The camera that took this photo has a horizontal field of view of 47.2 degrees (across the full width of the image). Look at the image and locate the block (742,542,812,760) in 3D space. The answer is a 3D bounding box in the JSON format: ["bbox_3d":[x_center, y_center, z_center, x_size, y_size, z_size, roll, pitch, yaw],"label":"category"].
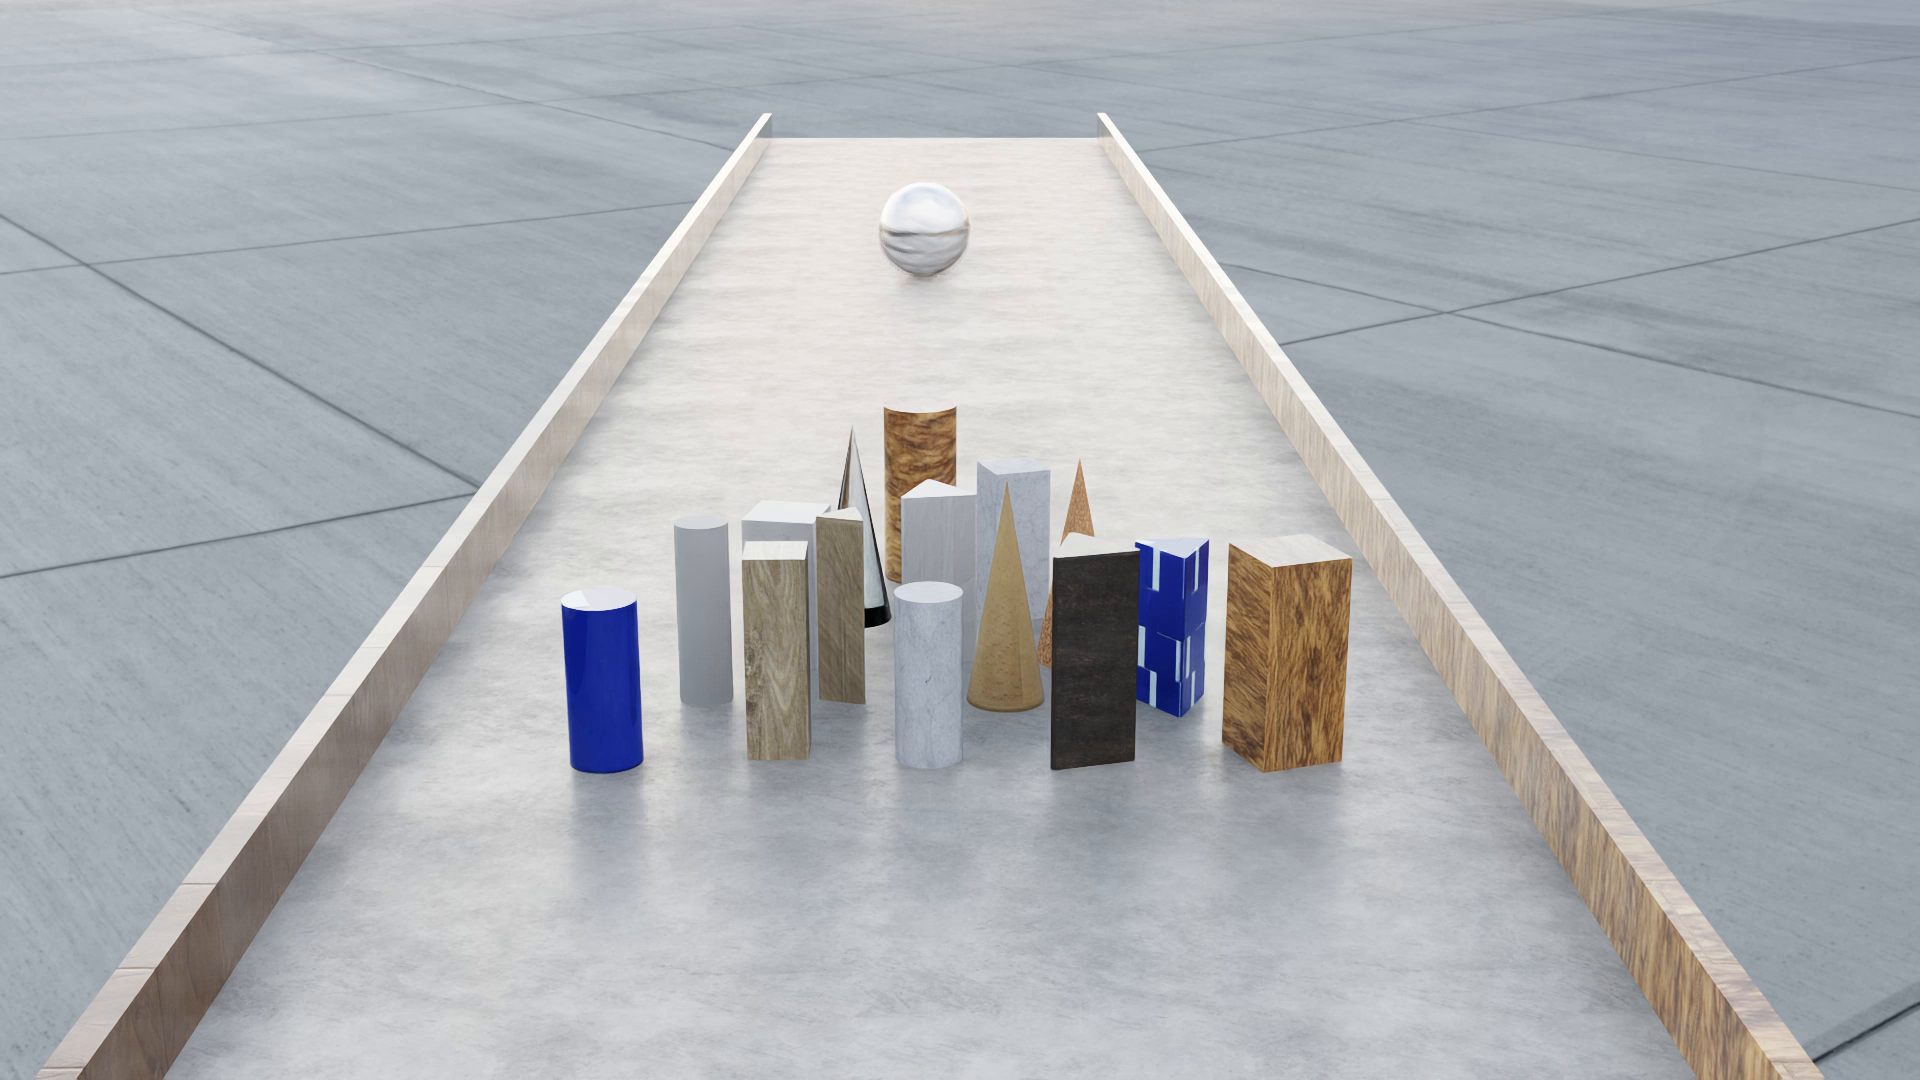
[{"bbox_3d":[-0.324,0.197,3.911,0.109,0.373,0.109,0,17,-1],"label":"block"}]

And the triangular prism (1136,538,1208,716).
[{"bbox_3d":[0.419,0.156,4.155,0.121,0.312,0.139,-12,20,-34],"label":"triangular prism"}]

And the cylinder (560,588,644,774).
[{"bbox_3d":[-0.628,0.247,3.866,0.131,0.302,0.131,0,17,0],"label":"cylinder"}]

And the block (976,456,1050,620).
[{"bbox_3d":[0.112,-0.002,4.663,0.120,0.324,0.120,-6,17,-18],"label":"block"}]

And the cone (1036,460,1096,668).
[{"bbox_3d":[0.235,0.036,4.371,0.166,0.418,0.166,0,17,0],"label":"cone"}]

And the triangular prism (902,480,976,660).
[{"bbox_3d":[-0.052,0.061,4.416,0.148,0.345,0.128,-3,17,-10],"label":"triangular prism"}]

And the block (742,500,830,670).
[{"bbox_3d":[-0.343,0.089,4.394,0.144,0.303,0.144,3,17,11],"label":"block"}]

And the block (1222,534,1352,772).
[{"bbox_3d":[0.577,0.198,3.897,0.157,0.378,0.157,-6,18,-20],"label":"block"}]

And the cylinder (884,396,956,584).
[{"bbox_3d":[-0.088,-0.111,4.909,0.163,0.394,0.163,0,17,0],"label":"cylinder"}]

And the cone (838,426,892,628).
[{"bbox_3d":[-0.223,-0.039,4.616,0.156,0.423,0.156,0,17,0],"label":"cone"}]

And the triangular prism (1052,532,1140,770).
[{"bbox_3d":[0.218,0.192,3.896,0.156,0.391,0.135,-5,17,-16],"label":"triangular prism"}]

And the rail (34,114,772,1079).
[{"bbox_3d":[-1.118,-0.838,7.780,0.050,0.150,12.000,0,17,-1],"label":"rail"}]

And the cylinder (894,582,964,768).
[{"bbox_3d":[-0.055,0.238,3.887,0.121,0.307,0.121,0,17,0],"label":"cylinder"}]

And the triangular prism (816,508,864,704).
[{"bbox_3d":[-0.212,0.123,4.176,0.093,0.364,0.081,5,17,18],"label":"triangular prism"}]

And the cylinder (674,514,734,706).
[{"bbox_3d":[-0.485,0.134,4.163,0.102,0.351,0.102,0,17,0],"label":"cylinder"}]

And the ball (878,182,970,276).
[{"bbox_3d":[-0.143,-1.236,8.734,0.369,0.369,0.369,0,17,0],"label":"ball"}]

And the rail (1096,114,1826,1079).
[{"bbox_3d":[0.932,-0.844,7.801,0.050,0.150,12.000,0,17,-1],"label":"rail"}]

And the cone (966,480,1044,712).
[{"bbox_3d":[0.087,0.096,4.144,0.150,0.434,0.150,0,17,0],"label":"cone"}]
